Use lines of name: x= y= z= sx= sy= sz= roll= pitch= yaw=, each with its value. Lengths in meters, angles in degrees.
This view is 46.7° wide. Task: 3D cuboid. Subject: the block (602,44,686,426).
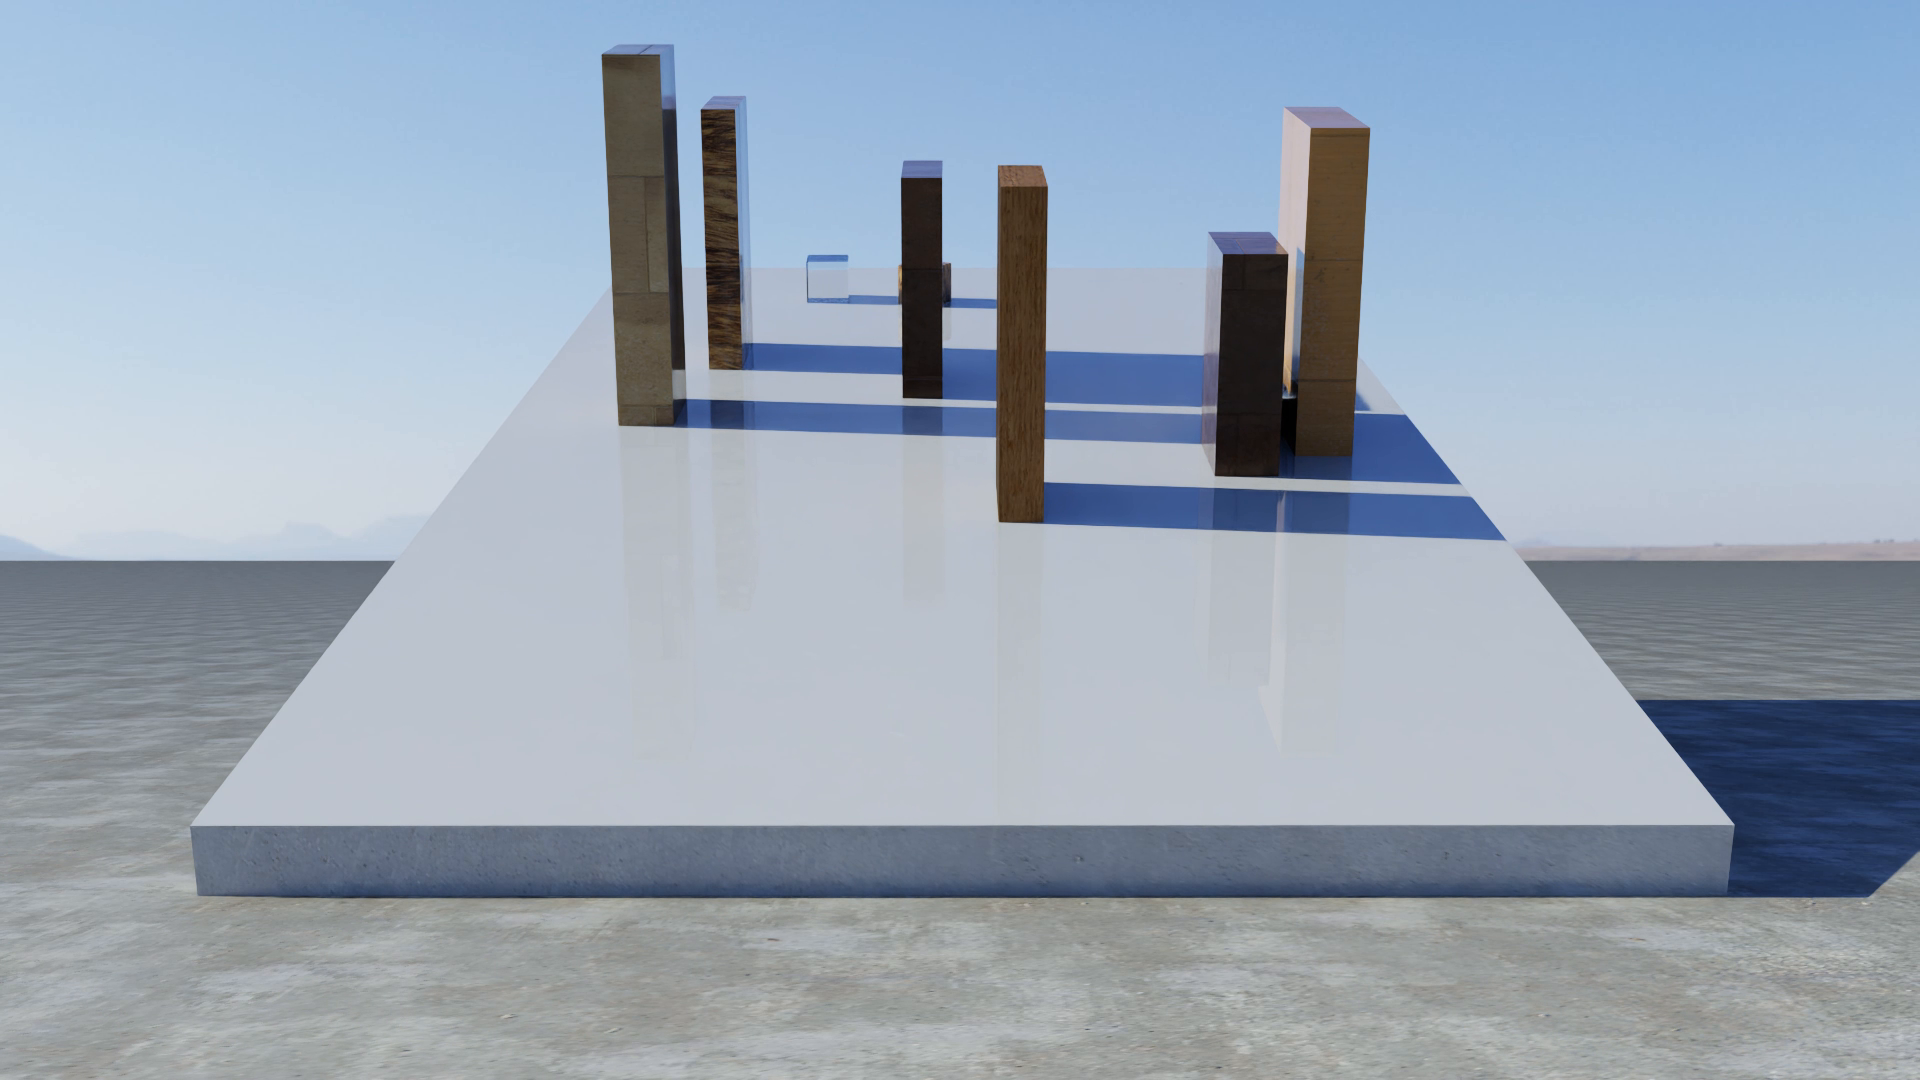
block: x=-0.686 y=-0.667 z=4.868 sx=0.121 sy=0.797 sz=0.249 roll=0 pitch=17 yaw=0

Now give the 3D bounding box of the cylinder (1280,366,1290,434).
cylinder: x=0.622 y=-0.301 z=4.786 sx=0.149 sy=0.149 sz=0.149 roll=0 pitch=0 yaw=0

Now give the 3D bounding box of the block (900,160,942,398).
block: x=-0.086 y=-0.610 z=5.177 sx=0.092 sy=0.505 sz=0.290 roll=0 pitch=17 yaw=0

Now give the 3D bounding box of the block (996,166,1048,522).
block: x=0.114 y=-0.375 z=4.215 sx=0.084 sy=0.629 sz=0.280 roll=0 pitch=17 yaw=0

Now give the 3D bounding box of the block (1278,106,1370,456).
block: x=0.756 y=-0.554 z=4.712 sx=0.119 sy=0.676 sz=0.377 roll=0 pitch=17 yaw=0

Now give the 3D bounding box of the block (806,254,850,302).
block: x=-0.368 y=-0.730 z=6.219 sx=0.114 sy=0.114 sz=0.114 roll=0 pitch=17 yaw=-1

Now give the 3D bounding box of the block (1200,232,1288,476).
block: x=0.577 y=-0.383 z=4.543 sx=0.129 sy=0.451 sz=0.266 roll=0 pitch=17 yaw=0

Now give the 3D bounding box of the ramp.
ramp: x=-0.003 y=-0.178 z=4.807 sx=2.000 sy=0.100 sz=4.000 roll=0 pitch=17 yaw=0

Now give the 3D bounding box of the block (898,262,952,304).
block: x=-0.098 y=-0.713 z=6.177 sx=0.107 sy=0.107 sz=0.107 roll=10 pitch=20 yaw=29

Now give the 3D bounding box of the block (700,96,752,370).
block: x=-0.568 y=-0.755 z=5.445 sx=0.081 sy=0.622 sz=0.301 roll=0 pitch=17 yaw=0
